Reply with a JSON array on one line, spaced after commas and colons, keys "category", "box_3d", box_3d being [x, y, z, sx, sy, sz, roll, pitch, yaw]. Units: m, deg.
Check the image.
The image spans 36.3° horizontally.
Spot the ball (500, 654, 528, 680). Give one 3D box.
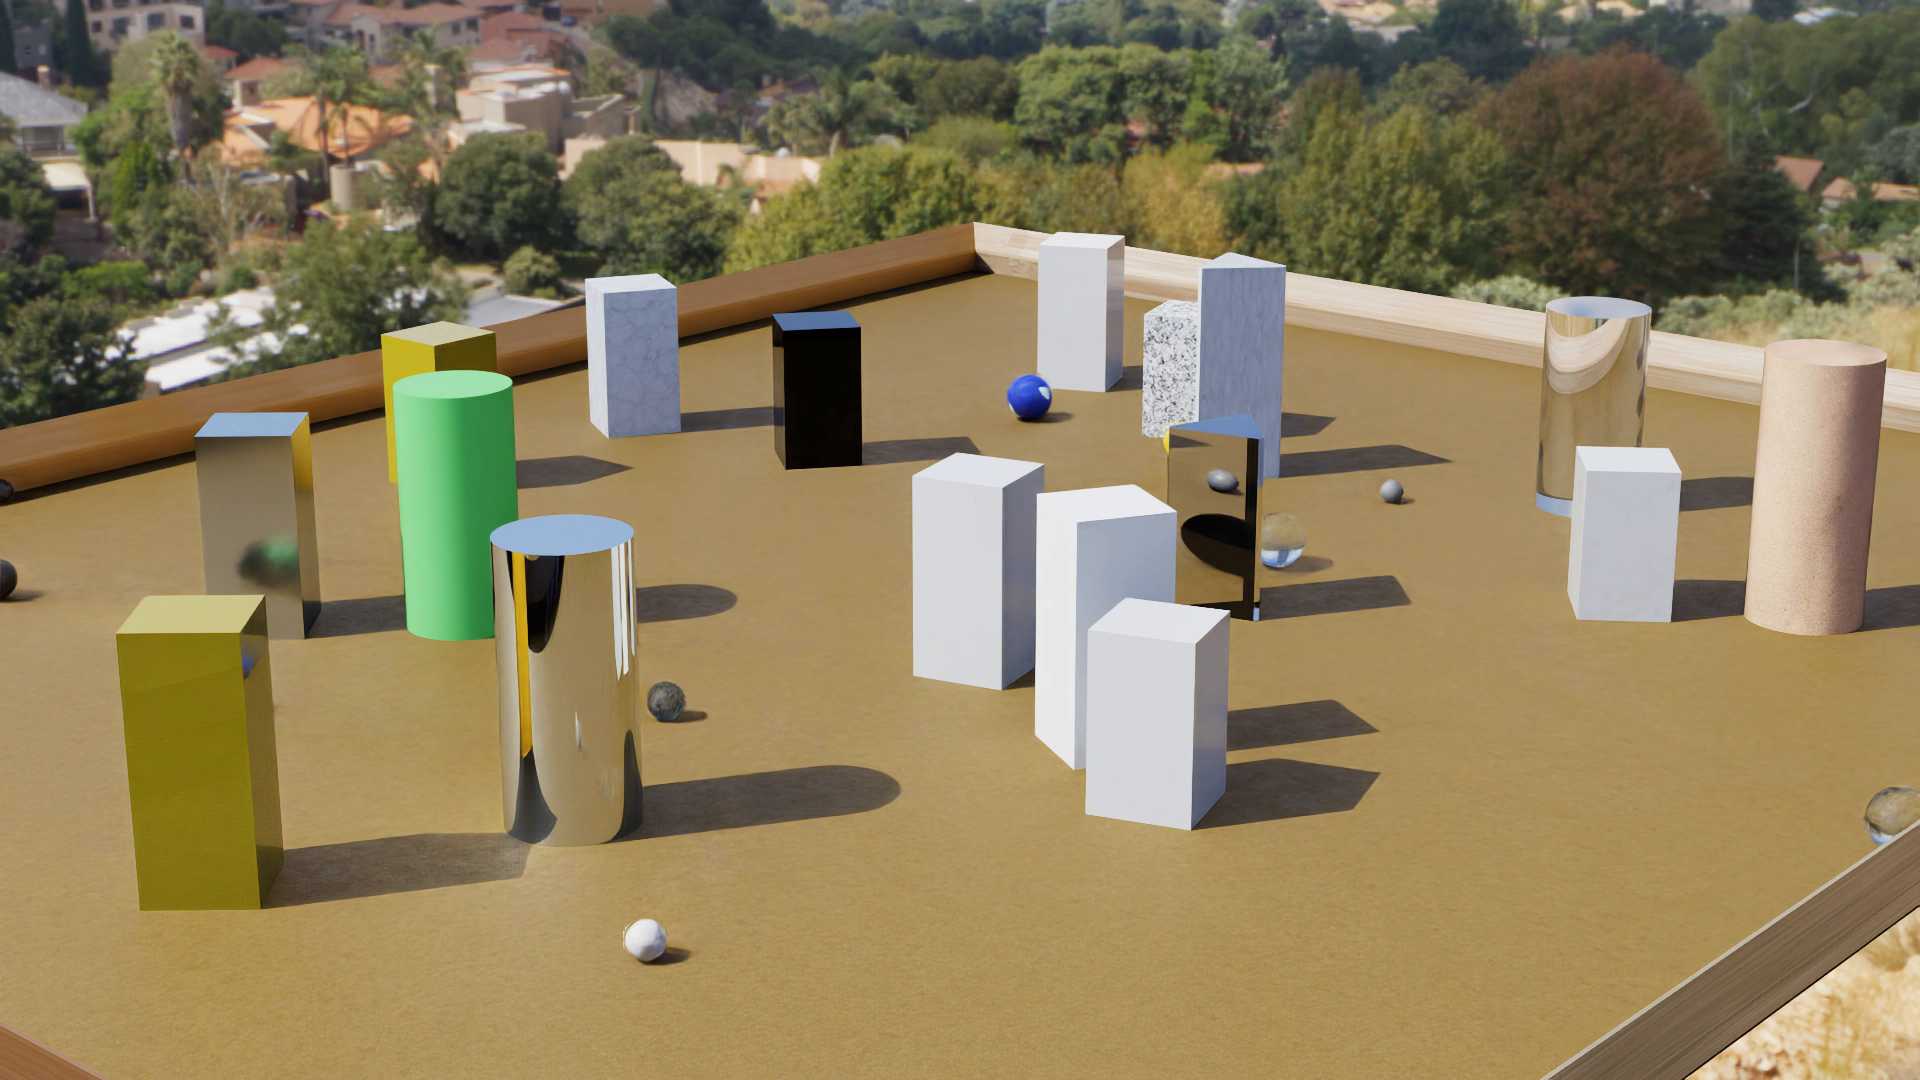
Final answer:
[{"category": "ball", "box_3d": [-0.716, 0.203, 4.702, 0.043, 0.043, 0.043, 0, 17, 0]}]

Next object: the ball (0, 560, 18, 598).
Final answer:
[{"category": "ball", "box_3d": [-1.677, 0.068, 5.105, 0.070, 0.070, 0.070, 0, 17, 0]}]

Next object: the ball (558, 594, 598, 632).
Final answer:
[{"category": "ball", "box_3d": [-0.642, 0.123, 4.929, 0.065, 0.065, 0.065, 0, 17, 0]}]

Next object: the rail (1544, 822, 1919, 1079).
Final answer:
[{"category": "rail", "box_3d": [1.366, 0.374, 3.984, 0.045, 0.128, 4.332, 14, 22, 39]}]

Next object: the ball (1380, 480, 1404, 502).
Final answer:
[{"category": "ball", "box_3d": [0.837, -0.095, 5.688, 0.045, 0.045, 0.045, 0, 17, 0]}]

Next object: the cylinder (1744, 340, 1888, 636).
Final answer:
[{"category": "cylinder", "box_3d": [1.441, -0.090, 4.945, 0.196, 0.464, 0.196, 0, 17, 0]}]

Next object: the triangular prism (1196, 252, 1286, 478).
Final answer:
[{"category": "triangular prism", "box_3d": [0.546, -0.349, 5.864, 0.170, 0.429, 0.147, -2, 17, -5]}]

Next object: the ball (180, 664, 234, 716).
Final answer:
[{"category": "ball", "box_3d": [-1.167, 0.232, 4.544, 0.080, 0.080, 0.080, 0, 17, 0]}]

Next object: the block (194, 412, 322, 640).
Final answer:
[{"category": "block", "box_3d": [-1.176, -0.024, 4.921, 0.157, 0.351, 0.157, 0, 17, -2]}]

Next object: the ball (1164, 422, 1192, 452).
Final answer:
[{"category": "ball", "box_3d": [0.456, -0.200, 5.972, 0.082, 0.082, 0.082, 0, 17, 0]}]

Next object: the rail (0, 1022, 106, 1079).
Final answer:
[{"category": "rail", "box_3d": [-1.404, 0.499, 3.571, 3.665, 0.128, 0.045, 14, 22, 39]}]

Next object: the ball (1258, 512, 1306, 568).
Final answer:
[{"category": "ball", "box_3d": [0.572, 0.000, 5.280, 0.098, 0.098, 0.098, 0, 17, 0]}]

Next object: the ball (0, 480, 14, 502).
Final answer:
[{"category": "ball", "box_3d": [-1.861, -0.095, 5.691, 0.044, 0.044, 0.044, 0, 17, 0]}]

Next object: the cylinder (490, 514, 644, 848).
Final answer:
[{"category": "cylinder", "box_3d": [-0.545, 0.194, 4.077, 0.196, 0.421, 0.196, 0, 17, 0]}]

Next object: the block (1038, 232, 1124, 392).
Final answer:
[{"category": "block", "box_3d": [0.272, -0.513, 6.591, 0.157, 0.325, 0.157, 5, 18, 17]}]

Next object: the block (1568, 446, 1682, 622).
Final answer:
[{"category": "block", "box_3d": [1.137, -0.011, 5.028, 0.157, 0.265, 0.157, 1, 17, 5]}]

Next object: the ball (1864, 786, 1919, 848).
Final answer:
[{"category": "ball", "box_3d": [1.288, 0.383, 4.023, 0.090, 0.090, 0.090, 0, 17, 0]}]

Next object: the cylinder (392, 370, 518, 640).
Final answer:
[{"category": "cylinder", "box_3d": [-0.842, -0.059, 4.926, 0.196, 0.416, 0.196, 0, 17, 0]}]

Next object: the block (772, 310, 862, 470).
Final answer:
[{"category": "block", "box_3d": [-0.291, -0.306, 5.968, 0.157, 0.288, 0.157, -3, 17, -11]}]

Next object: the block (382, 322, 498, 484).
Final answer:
[{"category": "block", "box_3d": [-1.024, -0.262, 5.801, 0.157, 0.300, 0.157, 14, 21, 38]}]

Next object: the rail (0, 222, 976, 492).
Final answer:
[{"category": "rail", "box_3d": [-1.366, -0.310, 6.256, 0.045, 0.128, 4.332, 14, 22, 39]}]

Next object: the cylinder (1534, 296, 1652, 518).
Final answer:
[{"category": "cylinder", "box_3d": [1.212, -0.254, 5.618, 0.196, 0.390, 0.196, 0, 17, 0]}]

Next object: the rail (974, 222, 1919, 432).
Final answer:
[{"category": "rail", "box_3d": [1.404, -0.435, 6.669, 3.665, 0.128, 0.045, 14, 22, 39]}]

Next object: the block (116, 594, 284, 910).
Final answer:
[{"category": "block", "box_3d": [-0.997, 0.279, 3.861, 0.157, 0.383, 0.157, 0, 17, -1]}]

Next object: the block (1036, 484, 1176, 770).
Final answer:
[{"category": "block", "box_3d": [0.215, 0.128, 4.366, 0.157, 0.381, 0.157, -6, 18, -19]}]

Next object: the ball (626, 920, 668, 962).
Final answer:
[{"category": "ball", "box_3d": [-0.395, 0.504, 3.690, 0.052, 0.052, 0.052, 0, 17, 0]}]

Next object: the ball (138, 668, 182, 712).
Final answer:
[{"category": "ball", "box_3d": [-1.241, 0.233, 4.557, 0.069, 0.069, 0.069, 0, 17, 0]}]

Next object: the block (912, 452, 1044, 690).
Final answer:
[{"category": "block", "box_3d": [0.030, 0.048, 4.710, 0.157, 0.335, 0.157, 8, 19, 25]}]

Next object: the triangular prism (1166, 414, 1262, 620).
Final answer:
[{"category": "triangular prism", "box_3d": [0.464, -0.046, 5.047, 0.170, 0.321, 0.147, 9, 19, 26]}]

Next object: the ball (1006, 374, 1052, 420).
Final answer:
[{"category": "ball", "box_3d": [0.149, -0.308, 6.303, 0.097, 0.097, 0.097, 0, 17, 0]}]

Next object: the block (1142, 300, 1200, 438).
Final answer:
[{"category": "block", "box_3d": [0.487, -0.356, 6.179, 0.157, 0.262, 0.157, 7, 18, 22]}]

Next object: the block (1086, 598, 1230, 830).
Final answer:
[{"category": "block", "box_3d": [0.281, 0.245, 4.161, 0.157, 0.276, 0.157, 7, 18, 22]}]

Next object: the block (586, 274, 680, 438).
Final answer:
[{"category": "block", "box_3d": [-0.692, -0.391, 6.208, 0.157, 0.311, 0.157, -6, 18, -20]}]

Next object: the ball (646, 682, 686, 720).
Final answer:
[{"category": "ball", "box_3d": [-0.454, 0.248, 4.523, 0.060, 0.060, 0.060, 0, 17, 0]}]
